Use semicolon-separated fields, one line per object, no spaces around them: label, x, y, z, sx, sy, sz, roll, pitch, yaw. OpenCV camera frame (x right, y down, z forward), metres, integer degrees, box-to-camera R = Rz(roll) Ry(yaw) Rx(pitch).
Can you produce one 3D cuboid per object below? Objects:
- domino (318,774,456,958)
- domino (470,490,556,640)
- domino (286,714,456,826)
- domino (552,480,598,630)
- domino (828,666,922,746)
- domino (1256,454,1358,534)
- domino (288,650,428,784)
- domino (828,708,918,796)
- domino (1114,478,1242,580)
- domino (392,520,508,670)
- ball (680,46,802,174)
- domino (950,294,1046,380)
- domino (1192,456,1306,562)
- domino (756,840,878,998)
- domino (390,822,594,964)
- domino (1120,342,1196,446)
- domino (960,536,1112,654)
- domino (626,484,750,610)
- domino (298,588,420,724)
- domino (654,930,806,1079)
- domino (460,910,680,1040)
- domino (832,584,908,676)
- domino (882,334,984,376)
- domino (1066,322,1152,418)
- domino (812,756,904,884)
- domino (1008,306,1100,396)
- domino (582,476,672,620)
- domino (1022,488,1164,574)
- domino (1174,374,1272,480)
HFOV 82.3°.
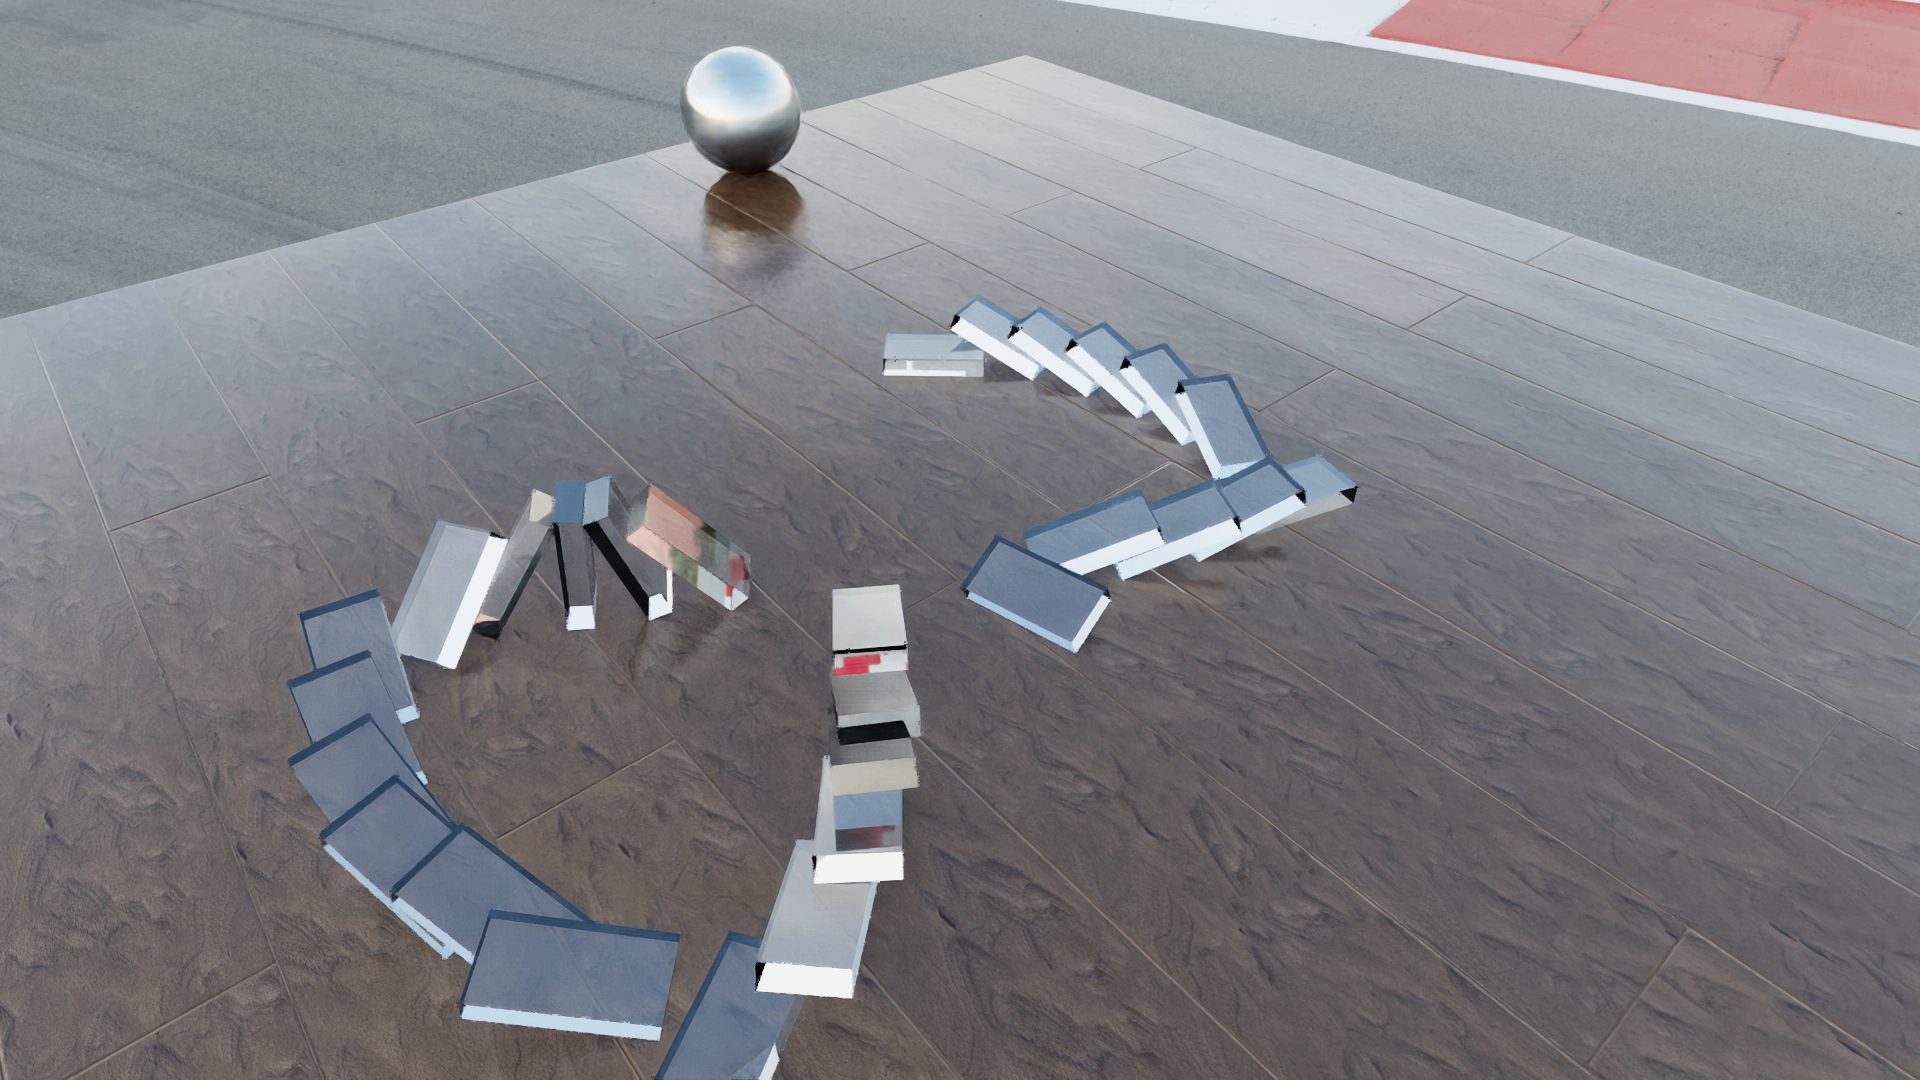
domino;-0.156;0.093;0.317;0.050;0.009;0.025;35;49;11
domino;-0.162;0.009;0.401;0.009;0.050;0.025;25;18;-28
domino;-0.178;0.079;0.334;0.050;0.009;0.025;43;53;17
domino;-0.141;0.006;0.404;0.010;0.050;0.025;-3;39;-14
domino;-0.029;0.052;0.360;0.025;0.010;0.050;-5;12;-9
domino;0.140;-0.020;0.468;0.050;0.009;0.025;-16;42;-19
domino;-0.195;0.062;0.356;0.025;0.010;0.050;-25;64;-27
domino;-0.028;0.065;0.347;0.025;0.009;0.050;-4;11;-7
domino;0.083;-0.005;0.437;0.050;0.009;0.025;-22;42;2
domino;-0.186;0.019;0.398;0.025;0.009;0.050;10;72;19
ball;-0.147;-0.289;0.741;0.080;0.080;0.080;0;39;0
domino;0.023;-0.103;0.557;0.050;0.010;0.025;33;47;9
domino;0.112;-0.013;0.448;0.050;0.010;0.025;-27;44;-5
domino;-0.038;0.104;0.306;0.025;0.010;0.050;3;22;4
domino;-0.129;0.104;0.305;0.050;0.009;0.025;33;47;9
domino;0.100;-0.069;0.515;0.025;0.010;0.050;-23;63;-25
domino;0.028;0.020;0.412;0.050;0.010;0.025;26;71;28
domino;-0.101;0.003;0.412;0.010;0.050;0.025;-36;35;20
domino;-0.207;0.043;0.379;0.025;0.010;0.050;-20;62;-23
domino;-0.059;0.129;0.286;0.025;0.009;0.050;11;41;13
domino;-0.102;0.115;0.291;0.050;0.010;0.025;11;45;-10
domino;-0.033;0.031;0.394;0.025;0.009;0.050;-4;22;-5
domino;-0.013;-0.094;0.558;0.050;0.009;0.025;1;39;1
domino;0.078;-0.083;0.532;0.025;0.010;0.050;-31;67;-32
domino;-0.030;0.083;0.331;0.025;0.009;0.050;-2;22;-2
domino;0.051;-0.094;0.546;0.050;0.010;0.025;38;50;14
domino;-0.122;0.003;0.407;0.009;0.050;0.025;-21;41;1
domino;0.052;-0.001;0.432;0.050;0.010;0.025;-20;41;3
domino;0.118;-0.051;0.494;0.025;0.009;0.050;-9;58;-13
